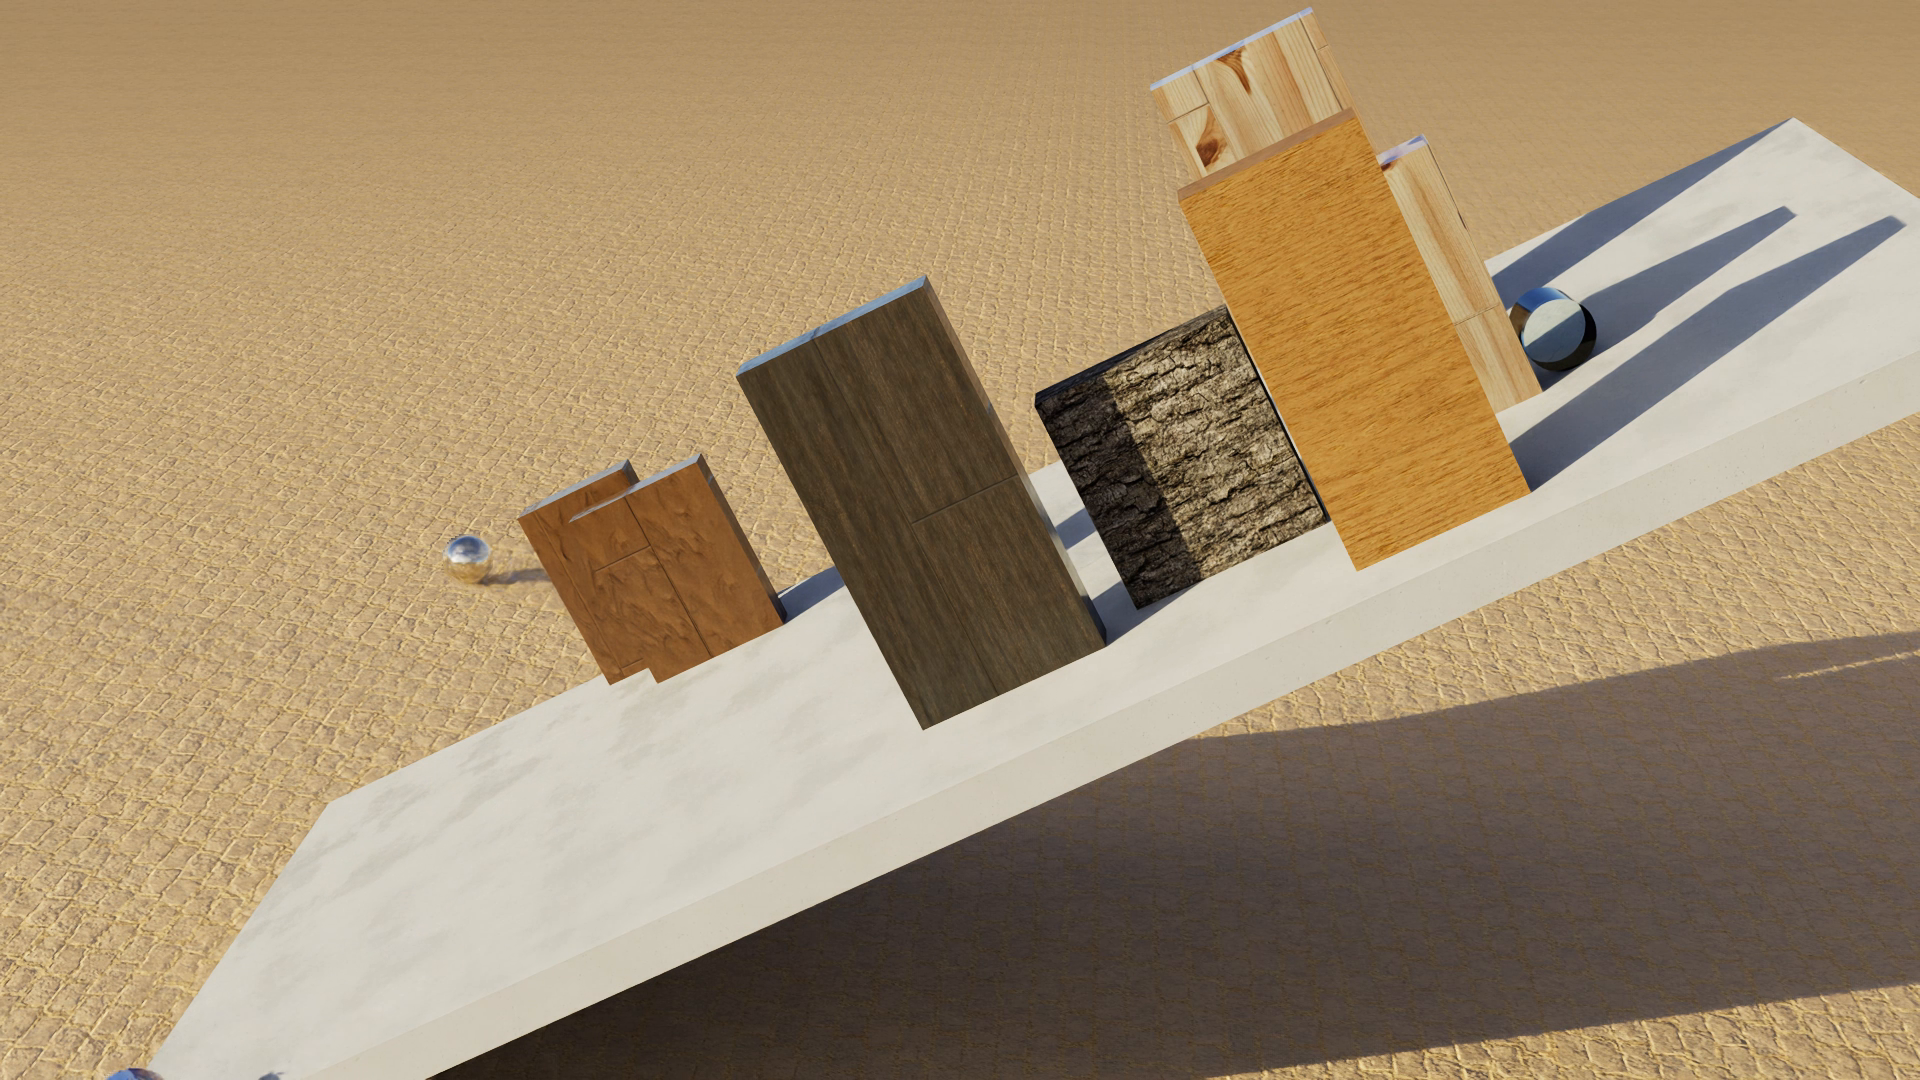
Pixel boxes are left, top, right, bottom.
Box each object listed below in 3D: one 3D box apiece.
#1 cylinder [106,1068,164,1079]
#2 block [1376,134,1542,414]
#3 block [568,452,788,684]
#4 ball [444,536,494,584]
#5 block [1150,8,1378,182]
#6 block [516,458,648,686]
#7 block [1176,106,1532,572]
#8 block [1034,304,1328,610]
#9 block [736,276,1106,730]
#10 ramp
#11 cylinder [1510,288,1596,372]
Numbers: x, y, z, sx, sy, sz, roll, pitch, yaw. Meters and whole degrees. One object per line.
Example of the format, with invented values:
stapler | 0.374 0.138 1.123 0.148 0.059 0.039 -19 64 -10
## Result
cylinder | -1.534 1.086 5.510 0.163 0.163 0.163 -9 6 -27
block | 0.836 -0.455 5.857 0.447 0.551 0.125 -25 14 10
block | -0.671 0.069 7.027 0.344 0.447 0.088 -25 14 10
ball | -1.613 0.065 9.661 0.159 0.159 0.159 0 16 0
block | 0.763 -0.719 6.450 0.383 0.795 0.097 -25 14 10
block | -0.841 0.081 7.245 0.293 0.477 0.094 -25 14 10
block | 0.709 -0.357 5.292 0.343 0.756 0.119 -25 14 10
block | 0.431 -0.160 5.736 0.409 0.459 0.104 -25 14 10
block | -0.068 -0.066 5.644 0.396 0.785 0.107 -25 14 10
ramp | 0.138 0.168 6.281 4.000 0.100 2.000 -25 14 10
cylinder | 1.194 -0.426 5.930 0.147 0.147 0.147 0 14 -2
